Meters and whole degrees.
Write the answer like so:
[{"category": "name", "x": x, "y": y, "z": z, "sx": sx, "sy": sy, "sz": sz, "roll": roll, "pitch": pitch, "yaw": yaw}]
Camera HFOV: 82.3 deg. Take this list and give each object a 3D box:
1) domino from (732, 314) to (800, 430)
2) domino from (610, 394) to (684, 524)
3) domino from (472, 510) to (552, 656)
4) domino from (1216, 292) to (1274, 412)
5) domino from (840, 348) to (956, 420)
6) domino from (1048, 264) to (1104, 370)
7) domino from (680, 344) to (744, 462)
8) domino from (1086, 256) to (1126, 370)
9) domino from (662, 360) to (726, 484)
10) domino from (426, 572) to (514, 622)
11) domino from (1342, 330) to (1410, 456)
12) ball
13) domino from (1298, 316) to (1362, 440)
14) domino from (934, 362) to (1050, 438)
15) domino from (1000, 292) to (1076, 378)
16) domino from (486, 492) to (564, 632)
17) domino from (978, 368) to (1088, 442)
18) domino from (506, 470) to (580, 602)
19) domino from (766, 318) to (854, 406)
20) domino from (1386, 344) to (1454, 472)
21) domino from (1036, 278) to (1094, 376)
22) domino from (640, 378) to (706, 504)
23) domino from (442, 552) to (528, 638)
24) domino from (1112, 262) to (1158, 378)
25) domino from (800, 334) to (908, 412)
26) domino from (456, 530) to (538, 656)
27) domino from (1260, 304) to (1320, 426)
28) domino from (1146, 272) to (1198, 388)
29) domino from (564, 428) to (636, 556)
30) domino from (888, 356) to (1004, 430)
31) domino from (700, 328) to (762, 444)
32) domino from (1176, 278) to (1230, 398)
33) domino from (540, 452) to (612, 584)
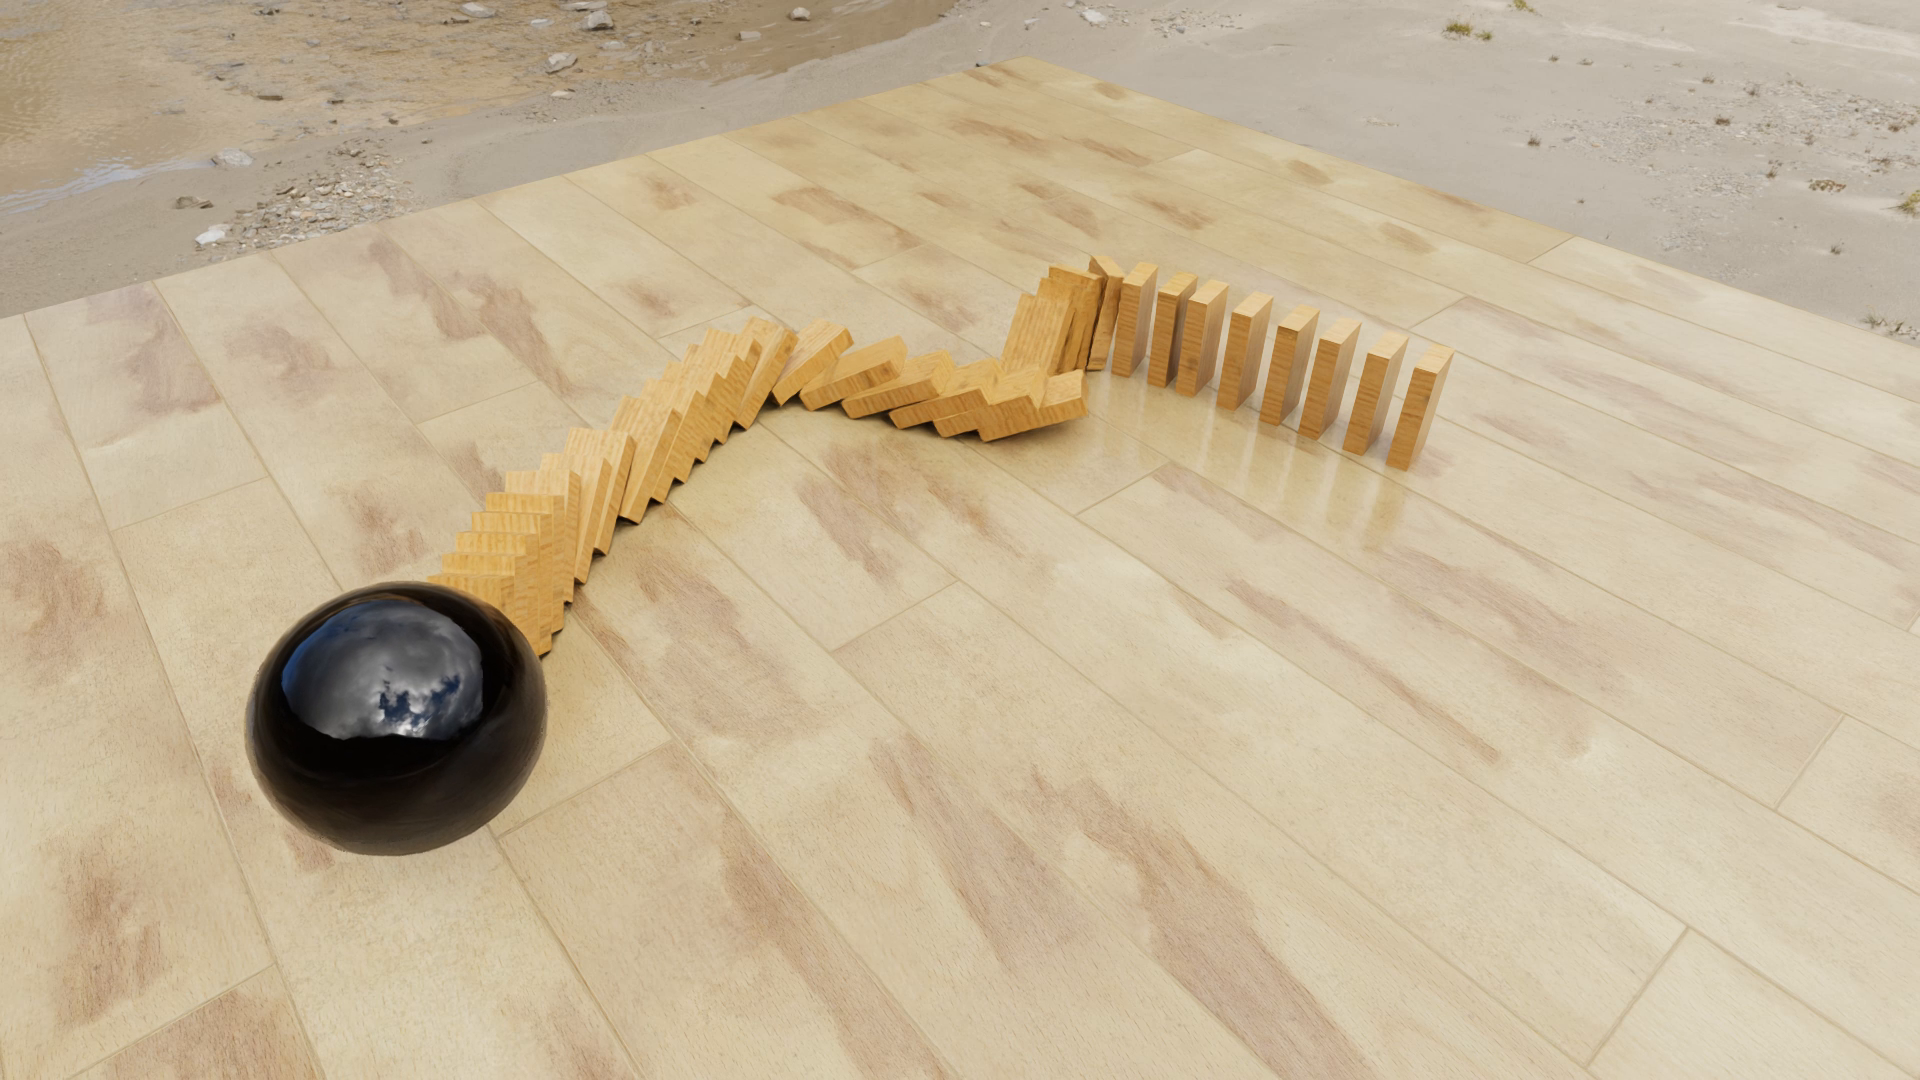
[{"category": "domino", "x": -0.099, "y": -0.079, "z": 0.518, "sx": 0.025, "sy": 0.009, "sz": 0.050, "roll": 24, "pitch": 82, "yaw": 27}, {"category": "domino", "x": -0.138, "y": -0.034, "z": 0.463, "sx": 0.025, "sy": 0.010, "sz": 0.050, "roll": 16, "pitch": 79, "yaw": 18}, {"category": "domino", "x": -0.161, "y": 0.015, "z": 0.395, "sx": 0.025, "sy": 0.050, "sz": 0.010, "roll": 3, "pitch": 5, "yaw": 3}, {"category": "domino", "x": 0.134, "y": -0.089, "z": 0.520, "sx": 0.009, "sy": 0.050, "sz": 0.025, "roll": 24, "pitch": 45, "yaw": 27}, {"category": "domino", "x": -0.029, "y": -0.073, "z": 0.514, "sx": 0.050, "sy": 0.010, "sz": 0.025, "roll": -10, "pitch": 37, "yaw": 30}, {"category": "domino", "x": 0.053, "y": -0.108, "z": 0.542, "sx": 0.025, "sy": 0.050, "sz": 0.009, "roll": 24, "pitch": 31, "yaw": 26}, {"category": "domino", "x": -0.119, "y": -0.062, "z": 0.497, "sx": 0.025, "sy": 0.010, "sz": 0.050, "roll": 16, "pitch": 79, "yaw": 19}, {"category": "domino", "x": 0.069, "y": -0.113, "z": 0.549, "sx": 0.009, "sy": 0.050, "sz": 0.025, "roll": -2, "pitch": 38, "yaw": -17}, {"category": "domino", "x": -0.125, "y": -0.052, "z": 0.485, "sx": 0.025, "sy": 0.010, "sz": 0.050, "roll": 15, "pitch": 78, "yaw": 18}, {"category": "domino", "x": -0.164, "y": 0.037, "z": 0.369, "sx": 0.025, "sy": 0.050, "sz": 0.009, "roll": 2, "pitch": 6, "yaw": 3}, {"category": "domino", "x": 0.185, "y": -0.065, "z": 0.491, "sx": 0.009, "sy": 0.050, "sz": 0.025, "roll": 25, "pitch": 46, "yaw": 27}, {"category": "ball", "x": -0.164, "y": 0.052, "z": 0.324, "sx": 0.080, "sy": 0.080, "sz": 0.080, "roll": 0, "pitch": 39, "yaw": 0}, {"category": "domino", "x": 0.168, "y": -0.073, "z": 0.501, "sx": 0.009, "sy": 0.050, "sz": 0.025, "roll": 25, "pitch": 46, "yaw": 27}, {"category": "domino", "x": 0.014, "y": -0.063, "z": 0.501, "sx": 0.050, "sy": 0.010, "sz": 0.025, "roll": -13, "pitch": 37, "yaw": 30}, {"category": "domino", "x": 0.034, "y": -0.090, "z": 0.524, "sx": 0.025, "sy": 0.050, "sz": 0.009, "roll": 21, "pitch": 8, "yaw": 23}, {"category": "domino", "x": -0.160, "y": 0.008, "z": 0.404, "sx": 0.025, "sy": 0.050, "sz": 0.009, "roll": 3, "pitch": 5, "yaw": 3}, {"category": "domino", "x": 0.033, "y": -0.062, "z": 0.505, "sx": 0.050, "sy": 0.010, "sz": 0.025, "roll": -13, "pitch": 36, "yaw": 18}, {"category": "domino", "x": -0.161, "y": -0.001, "z": 0.420, "sx": 0.025, "sy": 0.009, "sz": 0.050, "roll": -2, "pitch": 78, "yaw": 4}, {"category": "domino", "x": -0.078, "y": -0.087, "z": 0.536, "sx": 0.025, "sy": 0.010, "sz": 0.050, "roll": 26, "pitch": 62, "yaw": 42}, {"category": "domino", "x": 0.202, "y": -0.058, "z": 0.482, "sx": 0.009, "sy": 0.050, "sz": 0.025, "roll": 24, "pitch": 45, "yaw": 27}, {"category": "domino", "x": 0.046, "y": -0.099, "z": 0.533, "sx": 0.025, "sy": 0.050, "sz": 0.010, "roll": 23, "pitch": 20, "yaw": 26}, {"category": "domino", "x": -0.131, "y": -0.043, "z": 0.474, "sx": 0.025, "sy": 0.010, "sz": 0.050, "roll": 16, "pitch": 79, "yaw": 18}, {"category": "domino", "x": -0.163, "y": 0.030, "z": 0.378, "sx": 0.025, "sy": 0.050, "sz": 0.009, "roll": 2, "pitch": 6, "yaw": 3}, {"category": "domino", "x": 0.086, "y": -0.109, "z": 0.544, "sx": 0.010, "sy": 0.050, "sz": 0.025, "roll": 19, "pitch": 43, "yaw": 19}, {"category": "domino", "x": -0.050, "y": -0.080, "z": 0.524, "sx": 0.050, "sy": 0.010, "sz": 0.025, "roll": -17, "pitch": 34, "yaw": 22}, {"category": "domino", "x": -0.163, "y": 0.022, "z": 0.387, "sx": 0.025, "sy": 0.050, "sz": 0.009, "roll": 2, "pitch": 6, "yaw": 3}, {"category": "domino", "x": 0.153, "y": -0.081, "z": 0.510, "sx": 0.009, "sy": 0.050, "sz": 0.025, "roll": 25, "pitch": 45, "yaw": 27}, {"category": "domino", "x": 0.103, "y": -0.102, "z": 0.536, "sx": 0.010, "sy": 0.050, "sz": 0.025, "roll": 22, "pitch": 44, "yaw": 24}, {"category": "domino", "x": -0.151, "y": -0.020, "z": 0.448, "sx": 0.025, "sy": 0.009, "sz": 0.050, "roll": 6, "pitch": 72, "yaw": 8}, {"category": "domino", "x": -0.006, "y": -0.068, "z": 0.507, "sx": 0.050, "sy": 0.010, "sz": 0.025, "roll": -11, "pitch": 38, "yaw": 32}, {"category": "domino", "x": -0.113, "y": -0.071, "z": 0.508, "sx": 0.025, "sy": 0.010, "sz": 0.050, "roll": 15, "pitch": 78, "yaw": 19}, {"category": "domino", "x": 0.116, "y": -0.097, "z": 0.530, "sx": 0.010, "sy": 0.050, "sz": 0.025, "roll": 23, "pitch": 45, "yaw": 26}, {"category": "domino", "x": -0.156, "y": -0.009, "z": 0.434, "sx": 0.025, "sy": 0.009, "sz": 0.050, "roll": 5, "pitch": 72, "yaw": 6}]
